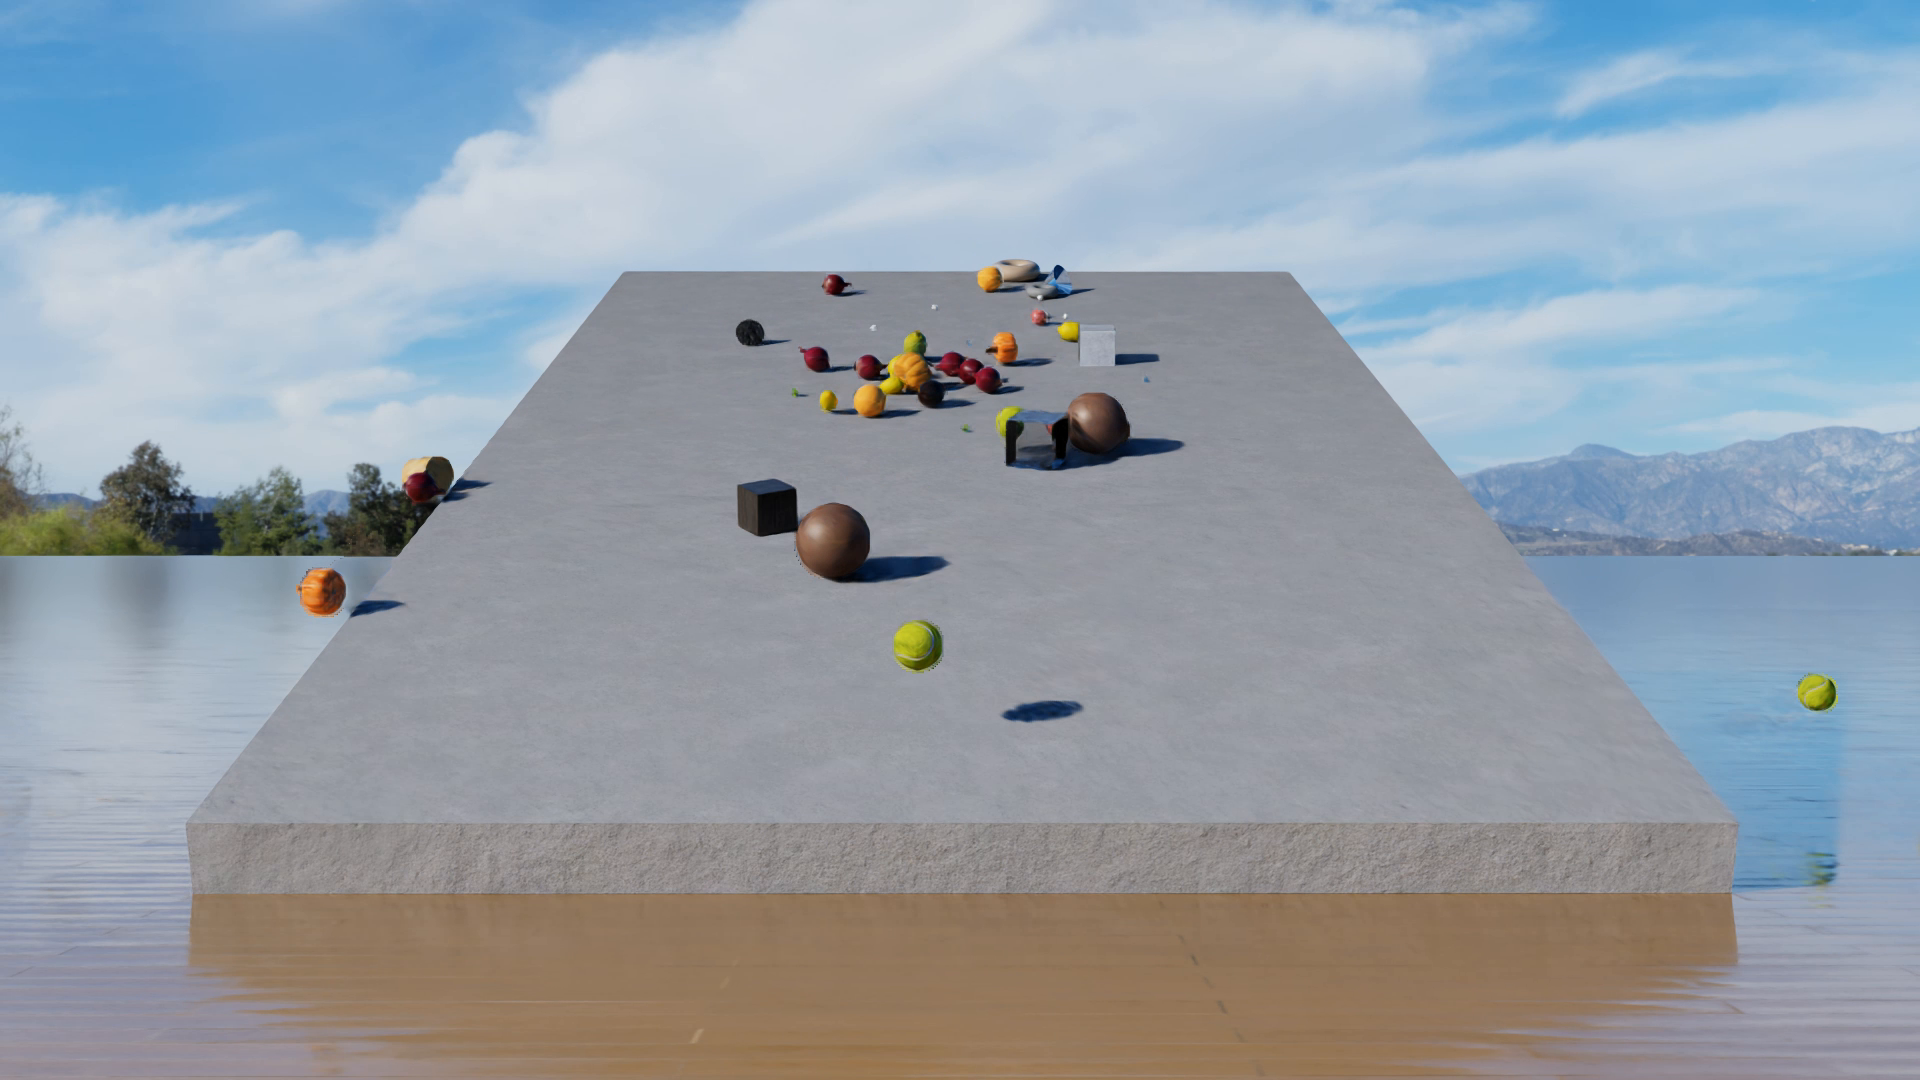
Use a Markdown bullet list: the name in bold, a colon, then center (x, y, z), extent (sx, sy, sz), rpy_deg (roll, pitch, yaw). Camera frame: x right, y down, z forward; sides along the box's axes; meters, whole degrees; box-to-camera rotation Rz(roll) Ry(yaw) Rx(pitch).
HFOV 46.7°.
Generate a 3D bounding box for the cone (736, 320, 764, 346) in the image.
- **cone**: center (-0.543, -0.521, 5.692), extent (0.072, 0.072, 0.072), rpy_deg (0, -10, -12)

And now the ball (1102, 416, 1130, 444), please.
- **ball**: center (0.331, -0.232, 4.704), extent (0.060, 0.060, 0.060), rpy_deg (0, 0, 0)

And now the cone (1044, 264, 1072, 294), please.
- **cone**: center (0.257, -0.729, 6.358), extent (0.090, 0.090, 0.090), rpy_deg (-21, -12, 32)

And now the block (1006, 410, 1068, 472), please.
- **block**: center (0.158, -0.205, 4.550), extent (0.098, 0.098, 0.098), rpy_deg (6, 18, 19)

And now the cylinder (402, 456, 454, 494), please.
- **cylinder**: center (-1.047, -0.127, 4.370), extent (0.071, 0.071, 0.071), rpy_deg (-3, -2, 38)

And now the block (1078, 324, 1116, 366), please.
- **block**: center (0.337, -0.480, 5.471), extent (0.085, 0.085, 0.085), rpy_deg (0, 17, 0)

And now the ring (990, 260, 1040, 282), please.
- **ring**: center (0.164, -0.795, 6.561), extent (0.148, 0.049, 0.148), rpy_deg (0, 18, 0)

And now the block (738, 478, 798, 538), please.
- **block**: center (-0.356, -0.060, 4.105), extent (0.081, 0.081, 0.081), rpy_deg (-11, 20, -31)

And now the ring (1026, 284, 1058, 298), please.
- **ring**: center (0.234, -0.704, 6.294), extent (0.092, 0.031, 0.092), rpy_deg (1, 18, 0)

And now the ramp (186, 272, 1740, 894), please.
- **ramp**: center (-0.003, -0.174, 4.787), extent (2.000, 0.100, 4.000), rpy_deg (0, 17, 0)
